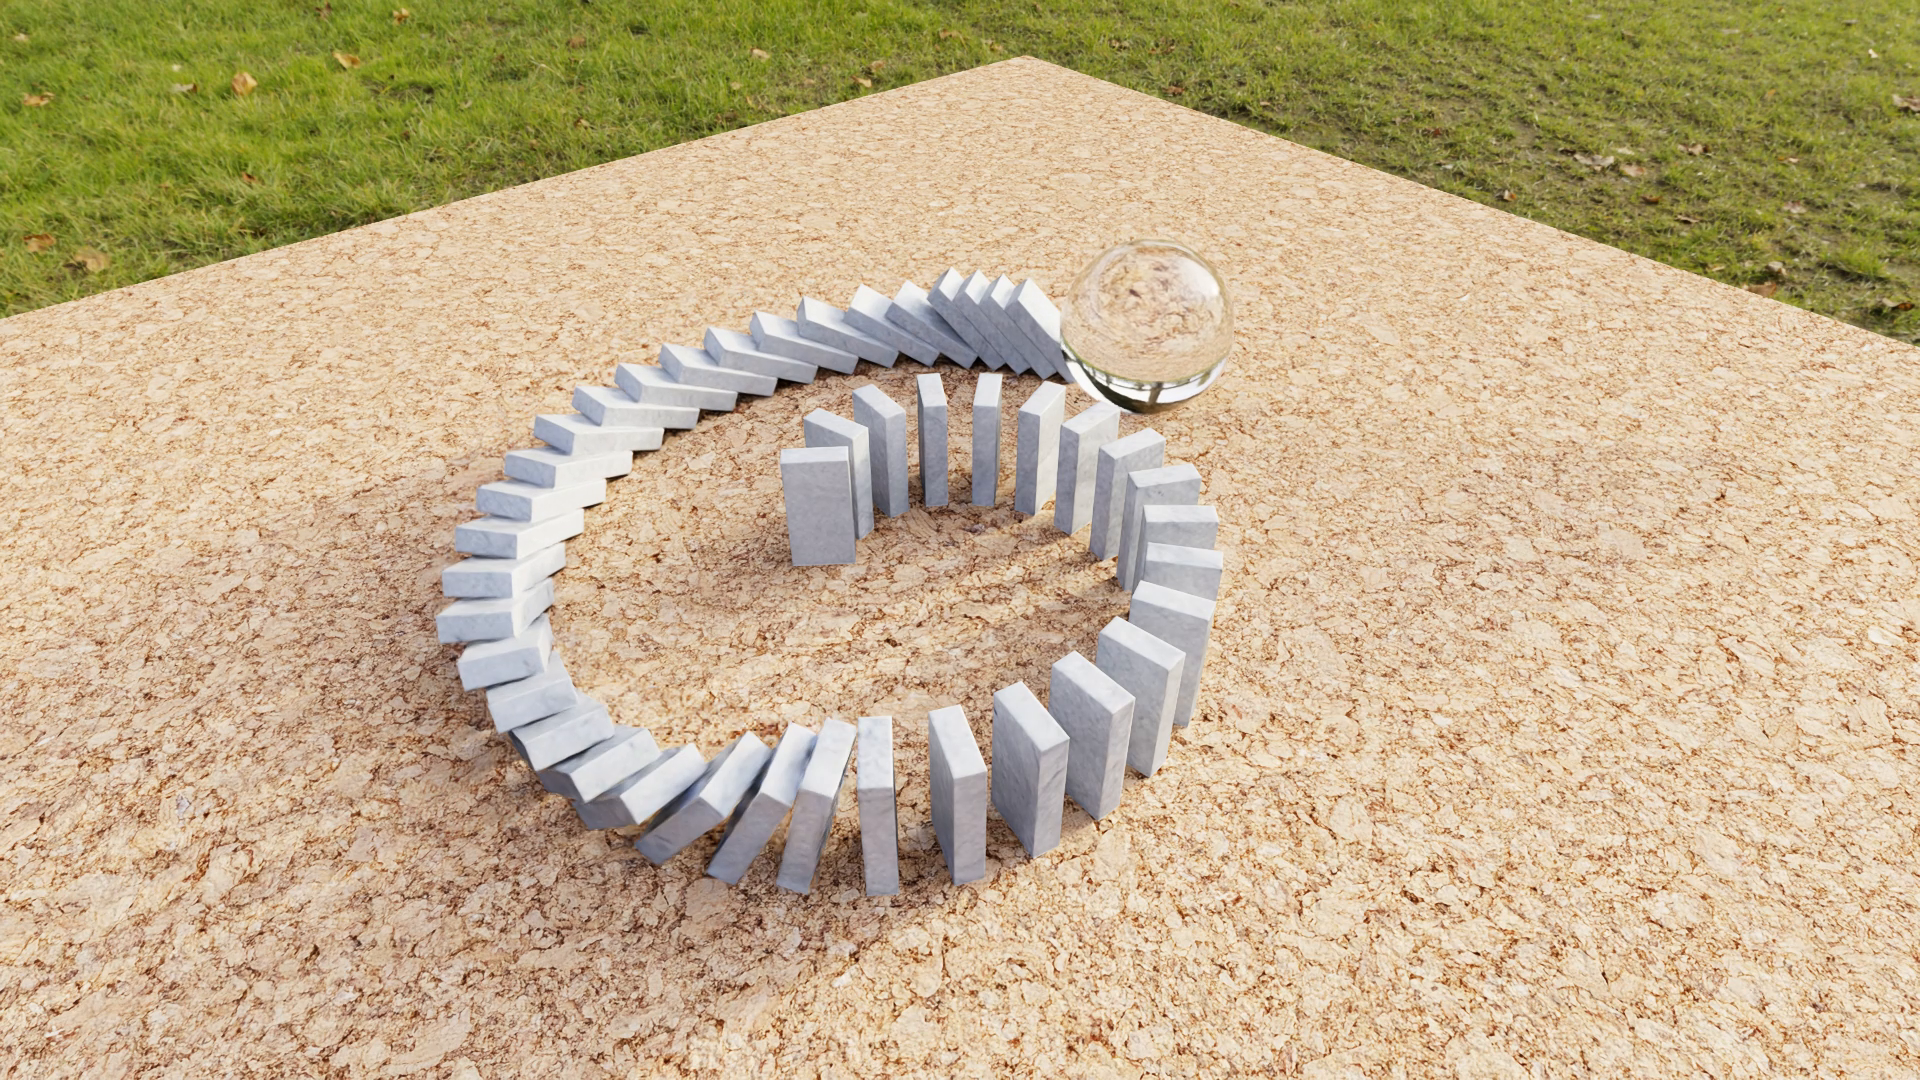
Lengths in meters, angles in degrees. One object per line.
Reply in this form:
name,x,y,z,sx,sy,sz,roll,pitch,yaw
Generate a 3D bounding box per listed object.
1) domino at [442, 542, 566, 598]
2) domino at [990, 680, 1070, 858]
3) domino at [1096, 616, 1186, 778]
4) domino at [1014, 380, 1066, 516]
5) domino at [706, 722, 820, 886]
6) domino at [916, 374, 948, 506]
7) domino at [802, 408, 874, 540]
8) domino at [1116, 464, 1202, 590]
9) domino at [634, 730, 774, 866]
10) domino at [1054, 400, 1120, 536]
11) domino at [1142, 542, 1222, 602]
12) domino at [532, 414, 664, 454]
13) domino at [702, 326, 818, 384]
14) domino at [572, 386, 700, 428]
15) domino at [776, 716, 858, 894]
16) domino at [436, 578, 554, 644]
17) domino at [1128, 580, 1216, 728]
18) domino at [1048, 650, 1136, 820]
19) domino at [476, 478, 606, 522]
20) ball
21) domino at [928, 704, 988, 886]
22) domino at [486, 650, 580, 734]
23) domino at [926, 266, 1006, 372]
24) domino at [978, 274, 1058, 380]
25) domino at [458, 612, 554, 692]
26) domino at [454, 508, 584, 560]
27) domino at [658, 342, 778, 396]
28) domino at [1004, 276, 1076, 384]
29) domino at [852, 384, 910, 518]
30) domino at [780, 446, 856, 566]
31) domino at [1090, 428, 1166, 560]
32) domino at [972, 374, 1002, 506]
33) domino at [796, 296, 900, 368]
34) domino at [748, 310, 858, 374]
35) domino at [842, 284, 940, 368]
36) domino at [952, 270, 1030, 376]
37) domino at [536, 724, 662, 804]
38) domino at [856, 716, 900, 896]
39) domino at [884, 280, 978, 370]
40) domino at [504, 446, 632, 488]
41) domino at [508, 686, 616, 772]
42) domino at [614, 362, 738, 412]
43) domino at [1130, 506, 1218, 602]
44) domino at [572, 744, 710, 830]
domino,-0.170,0.011,0.413,0.025,0.010,0.050,1,12,1
domino,0.020,0.069,0.327,0.009,0.050,0.025,-20,43,-23
domino,0.055,0.050,0.350,0.025,0.050,0.009,29,47,30
domino,0.033,-0.038,0.458,0.009,0.050,0.025,19,43,21
domino,-0.057,0.077,0.318,0.009,0.050,0.025,28,40,-8
domino,-0.012,-0.042,0.462,0.010,0.050,0.025,-5,40,-6
domino,-0.049,-0.026,0.443,0.025,0.050,0.009,24,45,26
domino,0.075,-0.004,0.417,0.025,0.050,0.010,-9,40,-10
domino,-0.076,0.076,0.322,0.010,0.050,0.025,43,44,-8
domino,0.051,-0.029,0.447,0.025,0.050,0.010,-32,49,-33
domino,0.075,0.025,0.381,0.025,0.050,0.010,7,40,9
domino,-0.158,-0.047,0.484,0.025,0.009,0.050,23,18,26
domino,-0.097,-0.090,0.537,0.050,0.010,0.025,5,31,-37
domino,-0.147,-0.060,0.500,0.025,0.009,0.050,31,22,33
domino,-0.041,0.077,0.317,0.009,0.050,0.025,18,41,0
domino,-0.166,0.025,0.396,0.025,0.009,0.050,-4,12,-5
domino,0.068,0.038,0.365,0.025,0.050,0.009,16,42,19
domino,0.039,0.061,0.337,0.009,0.050,0.025,-28,47,-29
domino,-0.170,-0.019,0.449,0.025,0.010,0.050,11,14,13
ball,0.086,-0.098,0.507,0.080,0.080,0.080,0,39,0
domino,-0.001,0.075,0.320,0.010,0.050,0.025,-11,41,-13
domino,-0.143,0.049,0.364,0.025,0.009,0.050,-20,13,-22
domino,0.006,-0.111,0.553,0.009,0.050,0.025,-31,24,35
domino,0.032,-0.106,0.546,0.009,0.050,0.025,-31,23,36
domino,-0.156,0.038,0.379,0.025,0.010,0.050,-13,12,-15
domino,-0.172,-0.004,0.432,0.025,0.010,0.050,7,13,8
domino,-0.116,-0.081,0.526,0.050,0.009,0.025,2,30,-42
domino,0.044,-0.103,0.543,0.010,0.050,0.025,-31,23,36
domino,-0.033,-0.036,0.456,0.010,0.050,0.025,-25,45,-27
domino,-0.054,-0.012,0.427,0.025,0.050,0.010,-3,39,-3
domino,0.066,-0.018,0.433,0.025,0.050,0.010,-22,44,-24
domino,0.011,-0.042,0.463,0.010,0.050,0.025,4,40,5
domino,-0.057,-0.105,0.554,0.050,0.010,0.025,17,33,-24
domino,-0.078,-0.098,0.546,0.050,0.010,0.025,10,32,-31
domino,-0.033,-0.109,0.560,0.050,0.009,0.025,27,39,-10
domino,0.019,-0.109,0.550,0.010,0.050,0.025,-31,23,36
domino,-0.112,0.068,0.338,0.025,0.009,0.050,-31,10,-32
domino,-0.023,0.077,0.317,0.010,0.050,0.025,-2,39,-3
domino,-0.011,-0.109,0.558,0.050,0.009,0.025,32,41,-9
domino,-0.165,-0.033,0.466,0.025,0.010,0.050,14,15,17
domino,-0.129,0.059,0.351,0.025,0.009,0.050,-25,12,-27
domino,-0.132,-0.071,0.514,0.050,0.009,0.025,-2,30,-46
domino,0.077,0.010,0.399,0.025,0.050,0.010,0,39,0
domino,-0.096,0.074,0.328,0.025,0.009,0.050,-36,7,-36
